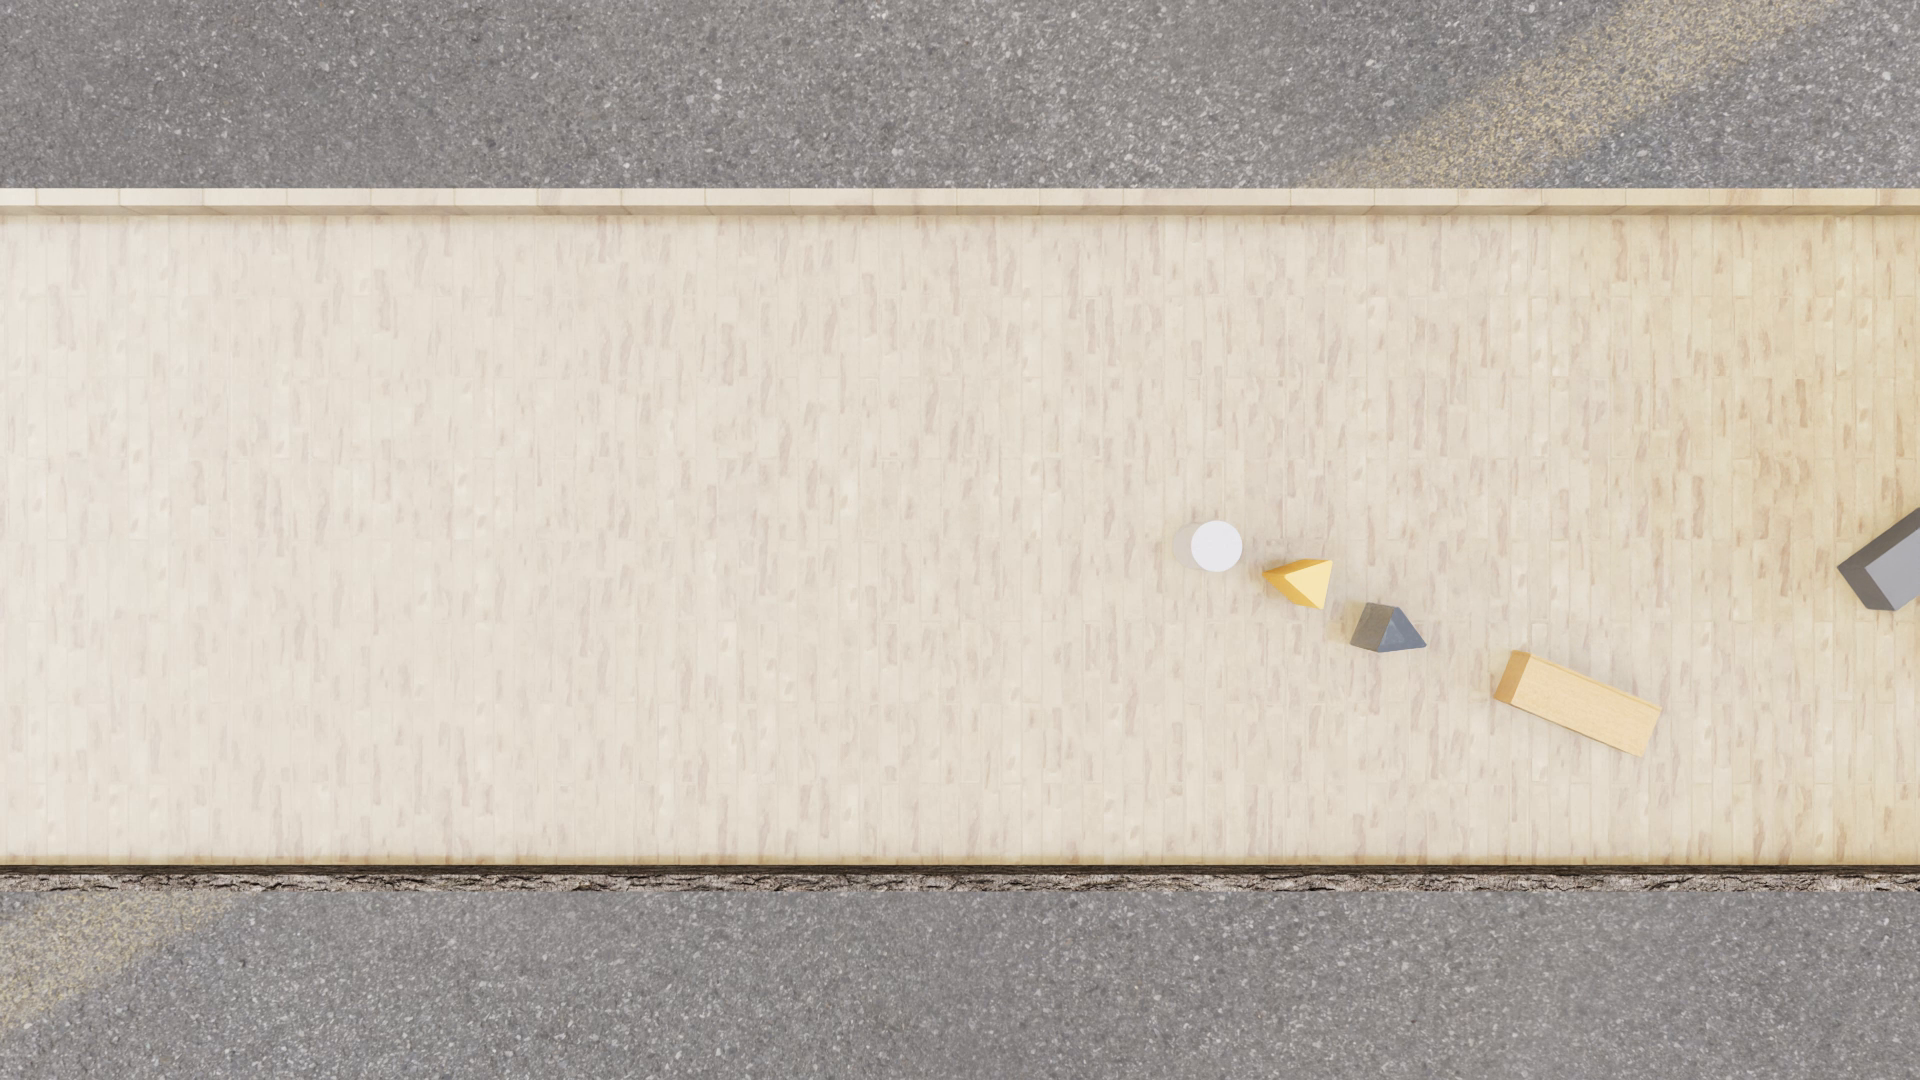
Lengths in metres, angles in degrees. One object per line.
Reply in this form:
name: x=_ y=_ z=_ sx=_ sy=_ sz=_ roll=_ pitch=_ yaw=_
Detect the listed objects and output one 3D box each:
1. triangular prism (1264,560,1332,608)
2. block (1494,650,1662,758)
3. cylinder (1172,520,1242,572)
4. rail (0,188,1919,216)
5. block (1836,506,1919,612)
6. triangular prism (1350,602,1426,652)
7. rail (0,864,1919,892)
triangular prism: x=1.023 y=0.105 z=4.898 sx=0.141 sy=0.358 sz=0.122 roll=42 pitch=90 yaw=0
block: x=1.867 y=0.493 z=4.995 sx=0.422 sy=0.162 sz=0.162 roll=23 pitch=90 yaw=0
cylinder: x=0.727 y=0.018 z=4.872 sx=0.145 sy=0.408 sz=0.145 roll=0 pitch=90 yaw=0
rail: x=-2.247 y=-1.025 z=5.002 sx=12.000 sy=0.150 sz=0.050 roll=0 pitch=90 yaw=0
block: x=2.888 y=0.043 z=4.996 sx=0.356 sy=0.160 sz=0.160 roll=-36 pitch=90 yaw=0
triangular prism: x=1.263 y=0.252 z=4.907 sx=0.141 sy=0.338 sz=0.123 roll=-7 pitch=90 yaw=0
rail: x=-2.247 y=1.025 z=5.001 sx=12.000 sy=0.150 sz=0.050 roll=0 pitch=90 yaw=0
